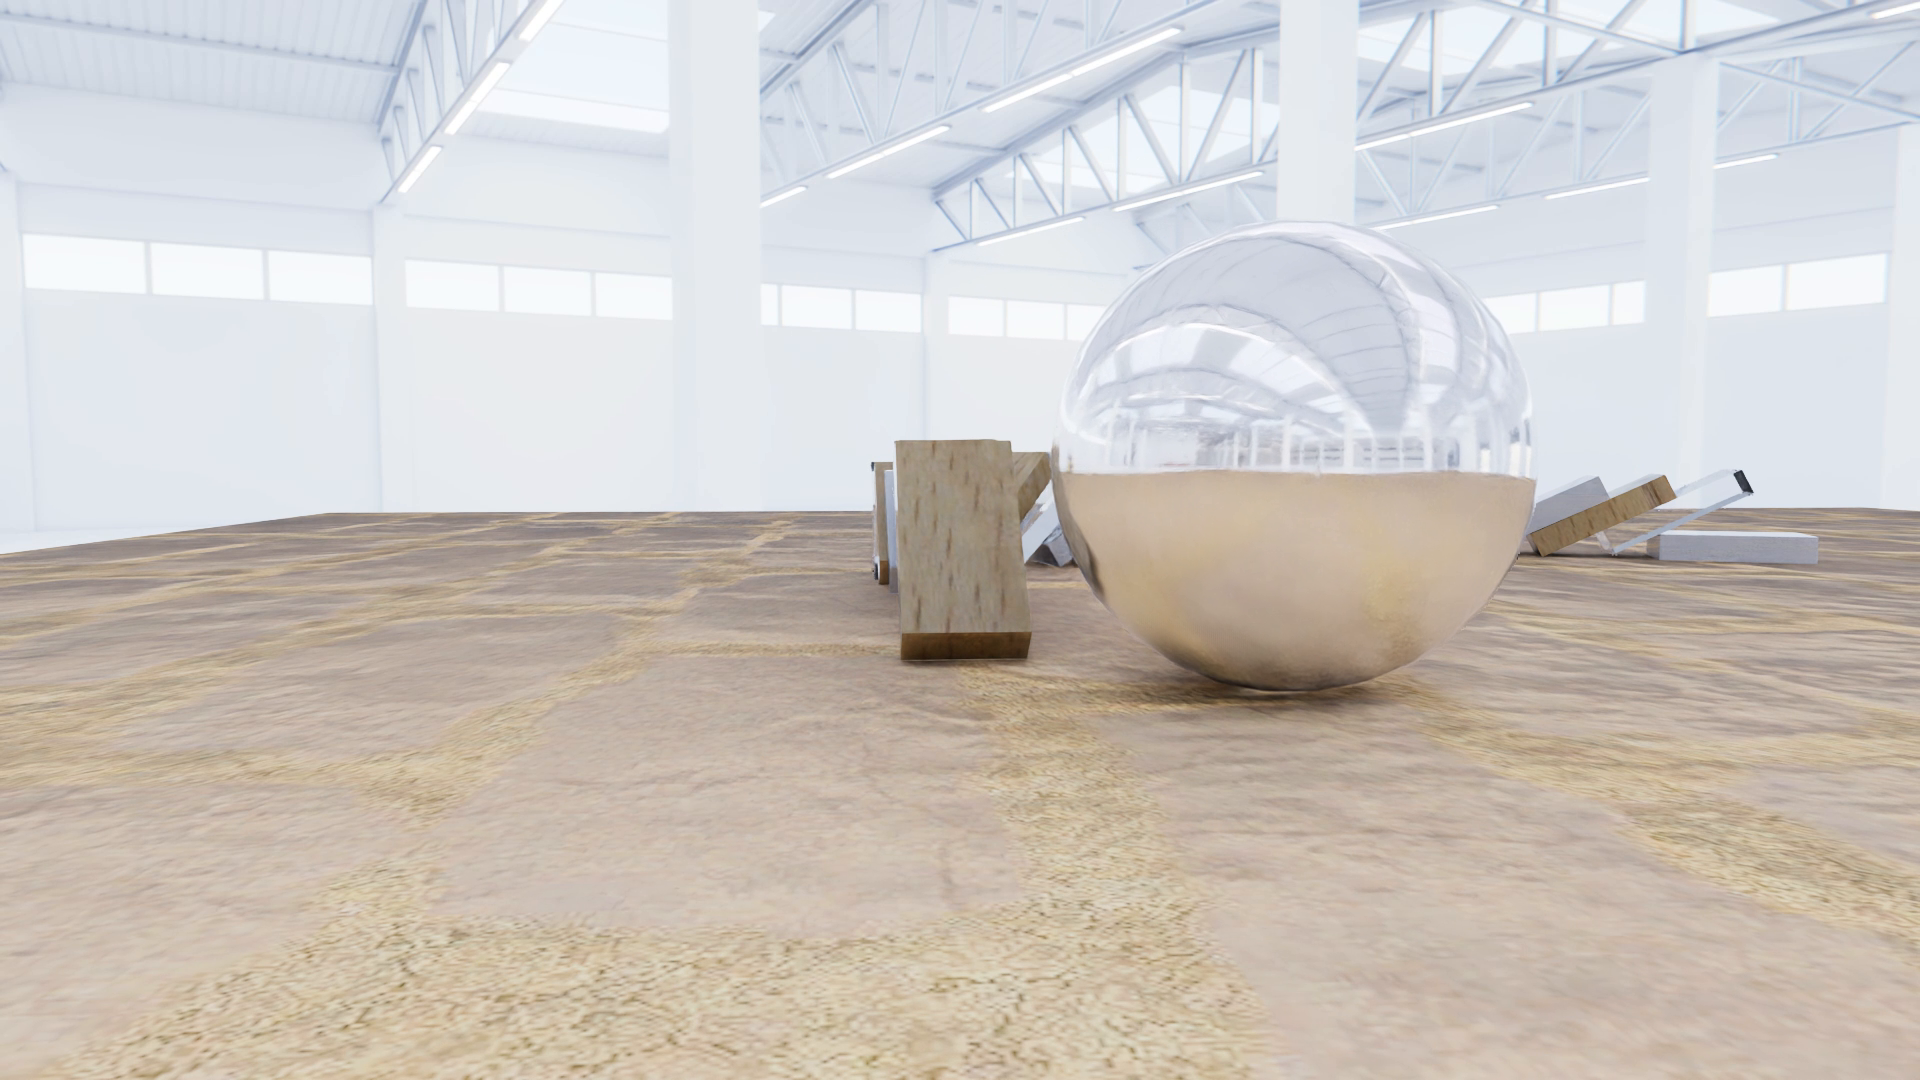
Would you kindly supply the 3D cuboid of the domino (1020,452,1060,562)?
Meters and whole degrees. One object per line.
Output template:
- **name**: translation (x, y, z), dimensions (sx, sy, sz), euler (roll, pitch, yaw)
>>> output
- **domino**: translation (0.026, -0.012, 0.459), dimensions (0.050, 0.009, 0.025), euler (-48, 28, -23)

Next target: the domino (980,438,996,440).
- **domino**: translation (-0.002, -0.002, 0.304), dimensions (0.025, 0.050, 0.010), euler (-2, -38, -6)

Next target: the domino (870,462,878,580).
- **domino**: translation (-0.016, -0.007, 0.419), dimensions (0.025, 0.010, 0.050), euler (-1, 39, -5)

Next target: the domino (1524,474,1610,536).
- **domino**: translation (0.221, -0.010, 0.494), dimensions (0.050, 0.009, 0.025), euler (-26, -4, 18)

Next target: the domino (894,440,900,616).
- **domino**: translation (-0.001, 0.000, 0.278), dimensions (0.025, 0.050, 0.010), euler (0, -38, -5)

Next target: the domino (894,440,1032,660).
- **domino**: translation (0.000, 0.001, 0.265), dimensions (0.025, 0.050, 0.010), euler (0, -38, -5)

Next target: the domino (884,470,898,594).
- **domino**: translation (-0.009, -0.003, 0.383), dimensions (0.025, 0.010, 0.050), euler (0, 36, -5)

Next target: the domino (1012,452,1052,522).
- **domino**: translation (0.010, -0.011, 0.451), dimensions (0.025, 0.009, 0.050), euler (4, 46, 41)

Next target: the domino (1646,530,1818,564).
- **domino**: translation (0.284, 0.002, 0.474), dimensions (0.050, 0.009, 0.025), euler (1, 5, 18)

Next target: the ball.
- **ball**: translation (0.056, -0.014, 0.220), dimensions (0.080, 0.080, 0.080), euler (0, 4, 0)

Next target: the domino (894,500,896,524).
- **domino**: translation (-0.005, -0.002, 0.365), dimensions (0.025, 0.009, 0.050), euler (0, 36, -5)

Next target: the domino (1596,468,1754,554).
- **domino**: translation (0.266, -0.011, 0.480), dimensions (0.050, 0.010, 0.025), euler (-27, -5, 17)

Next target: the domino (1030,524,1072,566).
- **domino**: translation (0.048, -0.009, 0.460), dimensions (0.050, 0.010, 0.025), euler (-35, 14, -14)

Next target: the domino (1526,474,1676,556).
- **domino**: translation (0.242, -0.010, 0.487), dimensions (0.050, 0.009, 0.025), euler (-27, -4, 17)

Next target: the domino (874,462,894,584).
- **domino**: translation (-0.014, -0.006, 0.403), dimensions (0.025, 0.010, 0.050), euler (-1, 39, -5)
